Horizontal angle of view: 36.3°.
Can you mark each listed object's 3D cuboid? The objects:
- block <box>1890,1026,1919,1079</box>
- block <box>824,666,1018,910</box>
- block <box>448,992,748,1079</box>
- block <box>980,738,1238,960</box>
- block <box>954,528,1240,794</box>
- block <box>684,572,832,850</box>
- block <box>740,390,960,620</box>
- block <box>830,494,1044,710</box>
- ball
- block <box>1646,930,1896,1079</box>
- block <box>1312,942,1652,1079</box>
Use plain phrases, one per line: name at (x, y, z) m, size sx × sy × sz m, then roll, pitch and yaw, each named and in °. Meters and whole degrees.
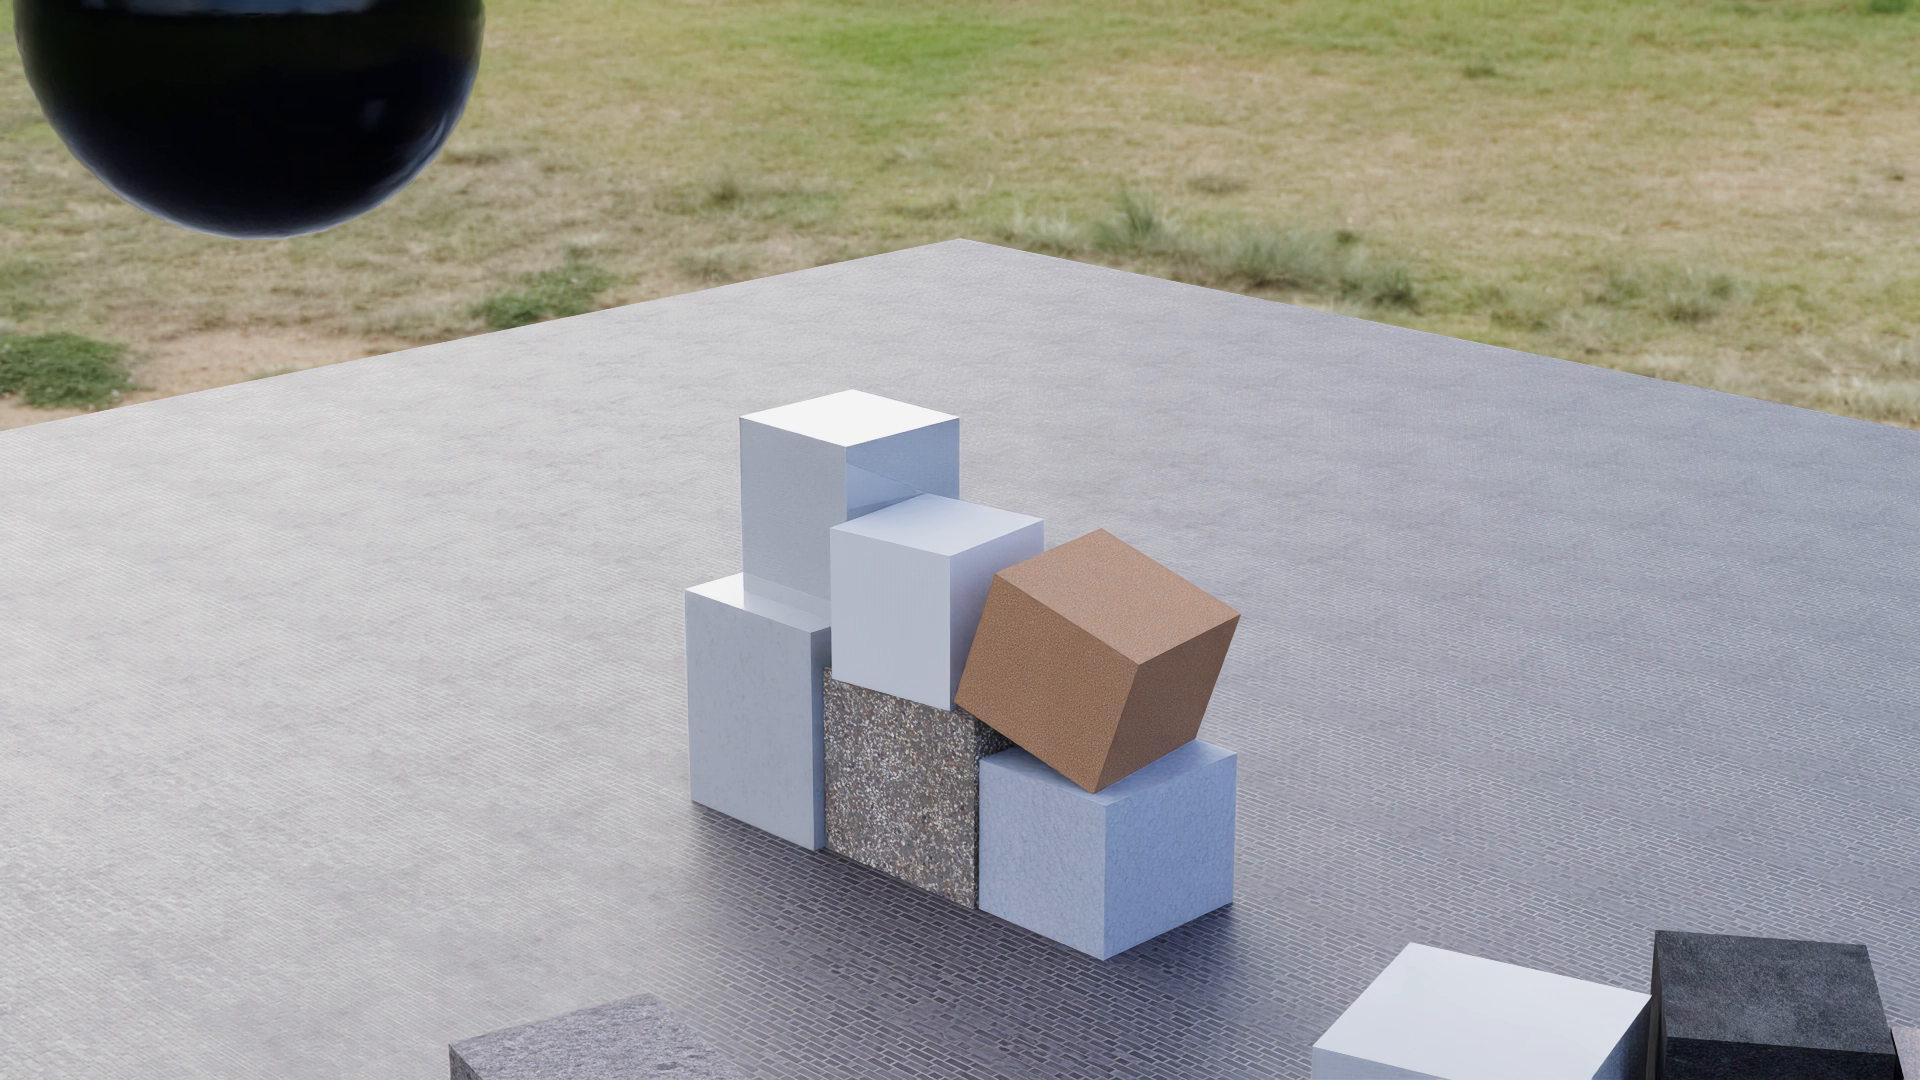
block at (3.576, 2.217, 10.034) m, size 0.731 × 0.753 × 0.808 m, roll 3°, pitch 18°, yaw 10°
block at (0.054, 1.018, 13.611) m, size 0.977 × 0.897 × 0.957 m, roll 17°, pitch 24°, yaw 42°
block at (-1.227, 2.169, 10.125) m, size 0.768 × 0.790 × 0.838 m, roll -10°, pitch 20°, yaw -30°
block at (0.656, 1.294, 13.033) m, size 0.864 × 0.716 × 0.751 m, roll -17°, pitch 24°, yaw -42°
block at (0.601, 0.515, 12.829) m, size 0.784 × 0.673 × 0.816 m, roll 32°, pitch 31°, yaw 26°
block at (-0.632, 0.734, 14.206) m, size 1.040 × 1.081 × 0.895 m, roll -17°, pitch 24°, yaw -42°
block at (-0.518, -0.167, 13.844) m, size 0.723 × 0.857 × 0.734 m, roll -17°, pitch 24°, yaw -42°
block at (-0.100, 0.268, 13.301) m, size 0.681 × 0.718 × 0.696 m, roll 13°, pitch 22°, yaw 36°
ball at (-2.457, -1.845, 10.186) m, size 1.600 × 1.600 × 1.600 m, roll 0°, pitch 17°, yaw 0°
block at (2.856, 2.008, 10.471) m, size 0.750 × 0.889 × 0.866 m, roll 3°, pitch 18°, yaw 10°
block at (1.831, 2.074, 10.346) m, size 0.906 × 0.838 × 0.945 m, roll 9°, pitch 20°, yaw 27°
